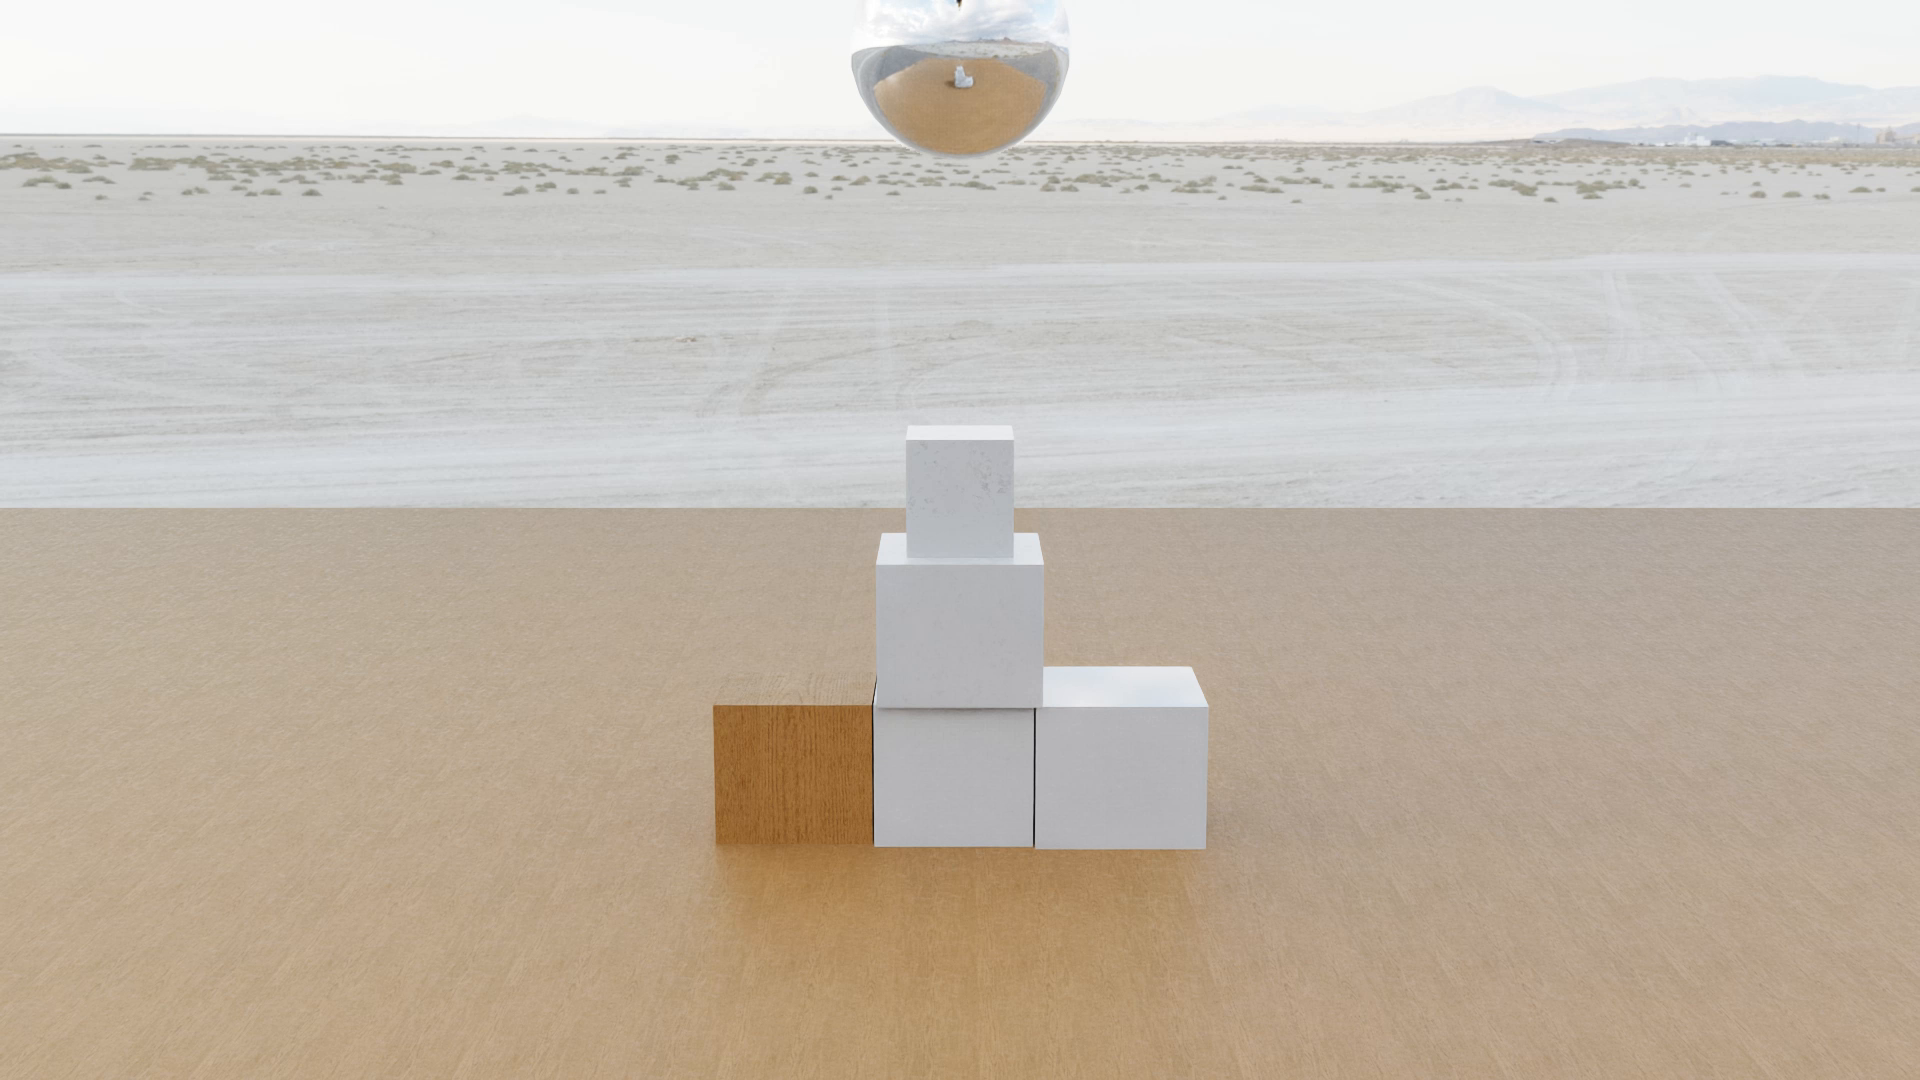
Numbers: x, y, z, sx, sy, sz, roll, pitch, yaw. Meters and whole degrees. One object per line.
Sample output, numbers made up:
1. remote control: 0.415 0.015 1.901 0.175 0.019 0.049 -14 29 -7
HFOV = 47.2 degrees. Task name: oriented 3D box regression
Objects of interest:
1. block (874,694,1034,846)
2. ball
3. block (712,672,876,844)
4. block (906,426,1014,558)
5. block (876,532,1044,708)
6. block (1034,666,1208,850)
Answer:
1. block: -0.031 1.110 11.396 0.799 0.738 0.792 0 10 0
2. ball: 0.000 -3.539 15.776 1.600 1.600 1.600 0 10 0
3. block: -0.837 1.119 11.385 0.793 0.725 0.692 0 10 0
4. block: 0.000 -0.251 11.135 0.532 0.592 0.545 0 10 0
5. block: 0.000 0.396 11.246 0.822 0.721 0.877 0 10 0
6. block: 0.806 1.114 11.382 0.856 0.737 0.843 0 10 0
